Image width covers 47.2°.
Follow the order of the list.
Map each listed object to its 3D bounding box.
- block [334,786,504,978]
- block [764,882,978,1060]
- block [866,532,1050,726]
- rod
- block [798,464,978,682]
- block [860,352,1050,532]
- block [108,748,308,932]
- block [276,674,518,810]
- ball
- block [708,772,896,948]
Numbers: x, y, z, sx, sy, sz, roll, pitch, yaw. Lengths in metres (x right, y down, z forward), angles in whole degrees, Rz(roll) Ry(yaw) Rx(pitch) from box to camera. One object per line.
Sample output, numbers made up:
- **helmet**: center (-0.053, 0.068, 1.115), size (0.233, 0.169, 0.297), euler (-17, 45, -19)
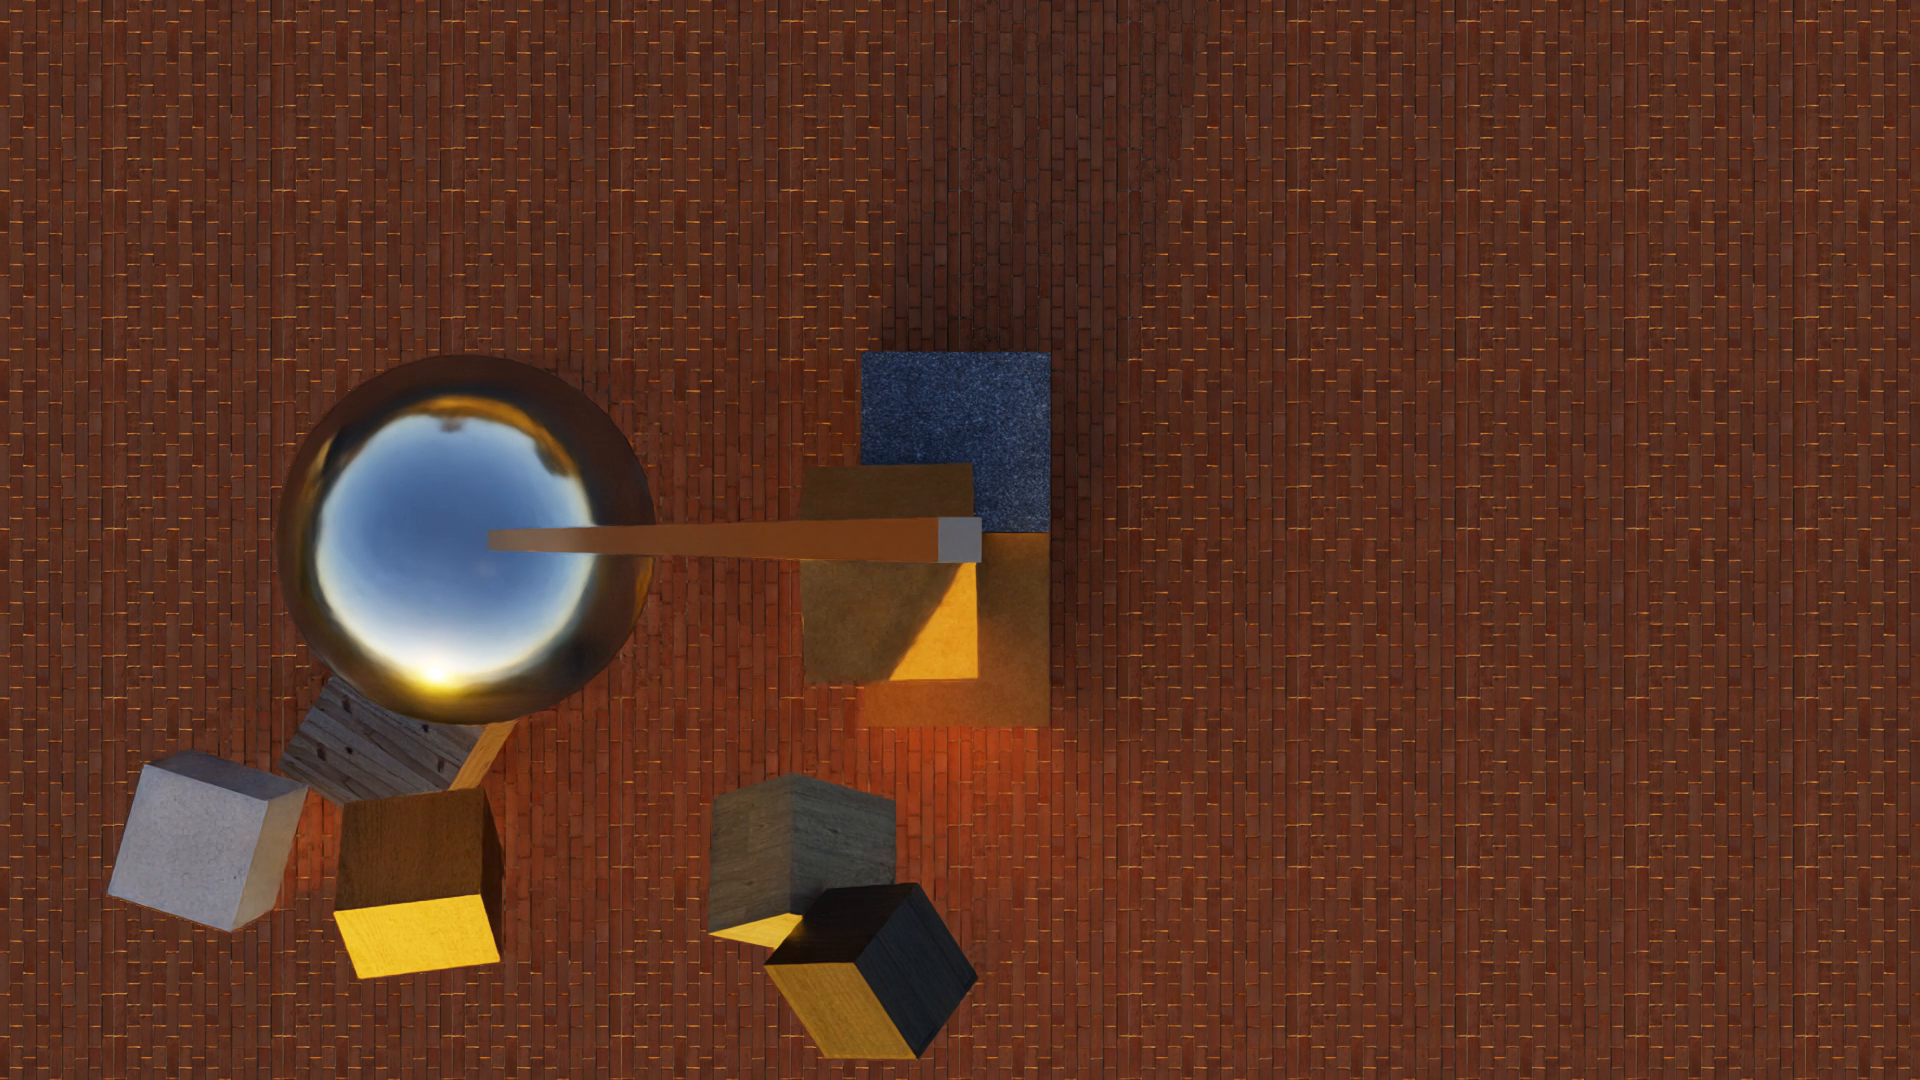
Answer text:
- **block**: center (-2.607, 1.658, 10.658), size (0.677, 0.652, 0.539), euler (-6, 134, -4)
- **block**: center (-0.409, 1.990, 10.143), size (0.534, 0.618, 0.575), euler (-47, 115, -41)
- **block**: center (-0.016, 0.488, 12.481), size (1.001, 1.037, 1.053), euler (0, 90, 0)
- **rod**: center (-0.914, 0.000, 6.276), size (0.080, 5.200, 0.080), euler (0, 90, -21)
- **block**: center (-0.359, 0.158, 11.412), size (0.877, 0.844, 0.860), euler (-1, 111, 0)
- **block**: center (-0.024, -0.527, 12.397), size (1.015, 1.205, 0.964), euler (0, 90, 0)
- **block**: center (-3.988, 1.586, 11.701), size (0.680, 0.620, 0.710), euler (17, 92, 2)
- **block**: center (-3.176, 1.130, 12.556), size (0.880, 0.871, 0.839), euler (32, 90, 1)
- **ball**: center (-2.110, 0.000, 9.459), size (1.600, 1.600, 1.600), euler (0, 90, 0)
- **block**: center (-0.769, 1.605, 10.807), size (0.599, 0.689, 0.683), euler (-21, 59, 40)
